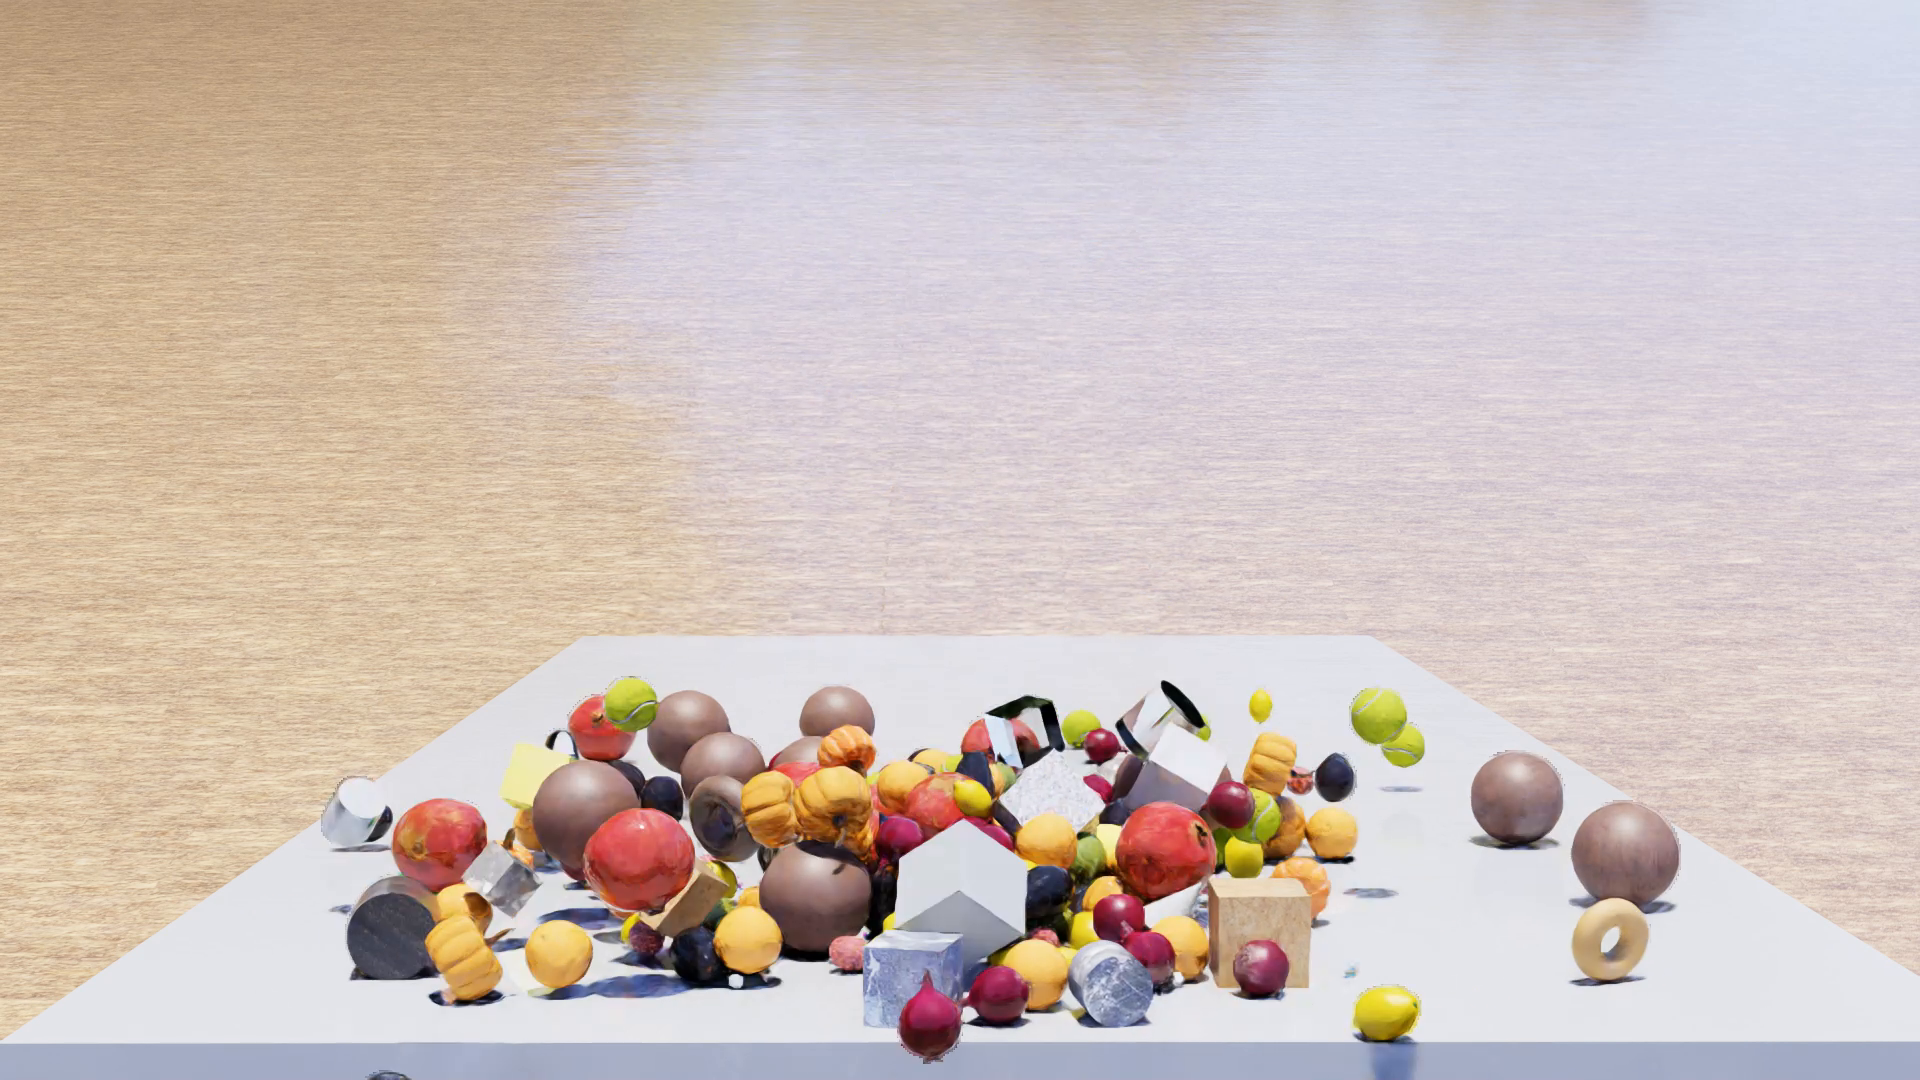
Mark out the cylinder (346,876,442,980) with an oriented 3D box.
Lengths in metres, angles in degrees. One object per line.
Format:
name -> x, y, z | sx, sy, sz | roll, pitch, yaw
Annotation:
cylinder -> -0.625, 0.429, 2.840 | 0.096, 0.096, 0.096 | -3, 4, -8

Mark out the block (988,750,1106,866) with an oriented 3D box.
block -> 0.104, 0.325, 3.113 | 0.093, 0.093, 0.093 | -41, -6, -15

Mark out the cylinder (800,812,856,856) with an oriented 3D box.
cylinder -> -0.182, 0.399, 3.498 | 0.059, 0.059, 0.059 | -15, 5, -35

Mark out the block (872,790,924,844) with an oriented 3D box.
block -> -0.087, 0.393, 3.636 | 0.066, 0.066, 0.066 | 0, 4, 7

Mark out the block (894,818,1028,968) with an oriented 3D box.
block -> 0.001, 0.387, 2.793 | 0.100, 0.100, 0.100 | -35, 32, 30

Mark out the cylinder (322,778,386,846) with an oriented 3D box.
cylinder -> -0.739, 0.333, 3.133 | 0.060, 0.060, 0.060 | 22, 38, -18

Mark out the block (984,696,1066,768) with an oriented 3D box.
block -> 0.102, 0.302, 4.045 | 0.082, 0.082, 0.082 | -22, 14, -26

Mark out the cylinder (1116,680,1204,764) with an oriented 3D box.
cylinder -> 0.282, 0.260, 3.615 | 0.088, 0.088, 0.088 | 41, 18, -16

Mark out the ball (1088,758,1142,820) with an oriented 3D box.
ball -> 0.236, 0.370, 3.801 | 0.092, 0.092, 0.092 | 0, 20, 0

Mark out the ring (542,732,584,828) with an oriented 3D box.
ring -> -0.580, 0.348, 3.741 | 0.048, 0.143, 0.143 | -8, 21, -12

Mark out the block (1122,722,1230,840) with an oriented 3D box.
block -> 0.259, 0.289, 3.078 | 0.083, 0.083, 0.083 | 30, 36, 6

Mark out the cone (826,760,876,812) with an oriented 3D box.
cone -> -0.142, 0.391, 3.872 | 0.088, 0.088, 0.088 | 29, 29, 16

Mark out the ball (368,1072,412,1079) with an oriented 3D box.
ball -> -0.530, 0.528, 2.380 | 0.068, 0.068, 0.068 | 0, 20, 0

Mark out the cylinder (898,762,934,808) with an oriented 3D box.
cylinder -> -0.068, 0.373, 3.897 | 0.054, 0.054, 0.054 | 4, 65, 2

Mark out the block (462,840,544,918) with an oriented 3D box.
block -> -0.525, 0.389, 2.946 | 0.054, 0.054, 0.054 | -51, 44, -8

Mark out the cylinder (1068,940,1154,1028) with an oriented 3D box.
cylinder -> 0.154, 0.454, 2.627 | 0.073, 0.073, 0.073 | -4, 4, -10

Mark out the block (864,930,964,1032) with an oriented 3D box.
block -> -0.047, 0.449, 2.621 | 0.082, 0.082, 0.082 | 1, 4, 16

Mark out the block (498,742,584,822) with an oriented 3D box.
block -> -0.558, 0.323, 3.428 | 0.077, 0.077, 0.077 | 14, -15, 10

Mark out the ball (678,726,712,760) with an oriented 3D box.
ball -> -0.455, 0.348, 4.411 | 0.058, 0.058, 0.058 | 0, 20, 0

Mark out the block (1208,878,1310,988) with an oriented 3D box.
block -> 0.326, 0.429, 2.807 | 0.099, 0.099, 0.099 | 0, 4, -1

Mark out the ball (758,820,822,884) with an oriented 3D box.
ball -> -0.220, 0.404, 3.324 | 0.084, 0.084, 0.084 | 0, 20, 0

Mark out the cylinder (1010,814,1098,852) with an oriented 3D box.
cylinder -> 0.116, 0.348, 3.219 | 0.083, 0.083, 0.083 | -3, 15, 36

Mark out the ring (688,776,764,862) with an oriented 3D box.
ring -> -0.288, 0.345, 3.170 | 0.113, 0.113, 0.038 | 14, 24, 35

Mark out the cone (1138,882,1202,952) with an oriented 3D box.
cone -> 0.249, 0.411, 2.880 | 0.072, 0.072, 0.072 | 38, 8, -7

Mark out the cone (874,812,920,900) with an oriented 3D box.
cone -> -0.079, 0.374, 3.125 | 0.095, 0.095, 0.095 | -23, 0, 0

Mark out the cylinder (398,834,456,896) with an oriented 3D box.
cylinder -> -0.663, 0.405, 3.187 | 0.057, 0.057, 0.057 | 5, 50, 15

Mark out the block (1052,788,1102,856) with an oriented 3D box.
block -> 0.151, 0.391, 3.566 | 0.080, 0.080, 0.080 | 0, 4, -7

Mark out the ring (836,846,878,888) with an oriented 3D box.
ring -> -0.104, 0.426, 3.339 | 0.117, 0.039, 0.117 | 0, 5, 0

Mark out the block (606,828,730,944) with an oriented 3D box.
block -> -0.327, 0.389, 2.884 | 0.082, 0.082, 0.082 | 38, -3, 26

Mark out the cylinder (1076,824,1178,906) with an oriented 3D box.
cylinder -> 0.210, 0.407, 3.220 | 0.090, 0.090, 0.090 | -16, 12, -37

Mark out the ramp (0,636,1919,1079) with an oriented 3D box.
ramp -> 0.046, 0.420, 4.534 | 2.000, 0.100, 4.000 | 0, 4, 0

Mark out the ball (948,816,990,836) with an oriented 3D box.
ball -> 0.011, 0.404, 3.472 | 0.061, 0.061, 0.061 | 0, 20, 0

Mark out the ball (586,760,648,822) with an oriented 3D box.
ball -> -0.507, 0.371, 3.800 | 0.090, 0.090, 0.090 | 0, 20, 0

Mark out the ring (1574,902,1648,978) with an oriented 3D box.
ring -> 0.705, 0.433, 2.781 | 0.094, 0.094, 0.031 | -11, 34, -28
